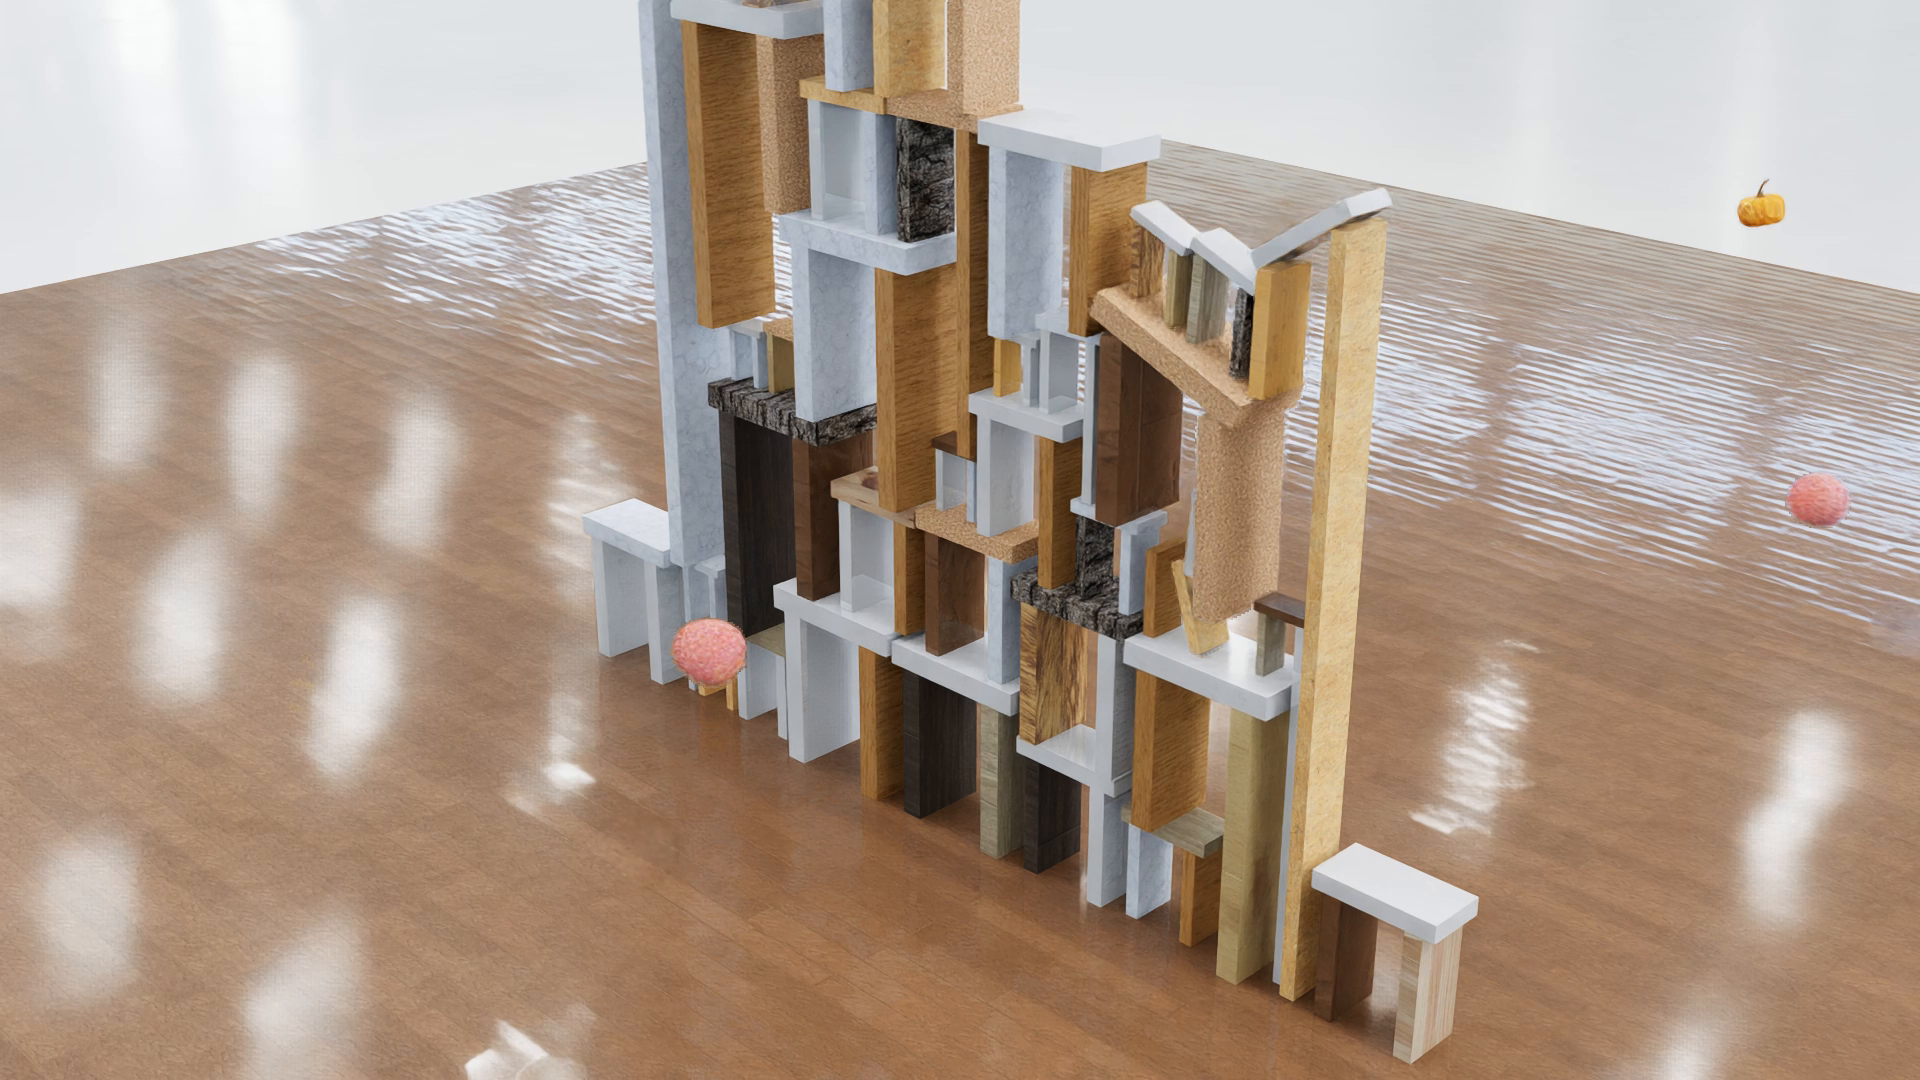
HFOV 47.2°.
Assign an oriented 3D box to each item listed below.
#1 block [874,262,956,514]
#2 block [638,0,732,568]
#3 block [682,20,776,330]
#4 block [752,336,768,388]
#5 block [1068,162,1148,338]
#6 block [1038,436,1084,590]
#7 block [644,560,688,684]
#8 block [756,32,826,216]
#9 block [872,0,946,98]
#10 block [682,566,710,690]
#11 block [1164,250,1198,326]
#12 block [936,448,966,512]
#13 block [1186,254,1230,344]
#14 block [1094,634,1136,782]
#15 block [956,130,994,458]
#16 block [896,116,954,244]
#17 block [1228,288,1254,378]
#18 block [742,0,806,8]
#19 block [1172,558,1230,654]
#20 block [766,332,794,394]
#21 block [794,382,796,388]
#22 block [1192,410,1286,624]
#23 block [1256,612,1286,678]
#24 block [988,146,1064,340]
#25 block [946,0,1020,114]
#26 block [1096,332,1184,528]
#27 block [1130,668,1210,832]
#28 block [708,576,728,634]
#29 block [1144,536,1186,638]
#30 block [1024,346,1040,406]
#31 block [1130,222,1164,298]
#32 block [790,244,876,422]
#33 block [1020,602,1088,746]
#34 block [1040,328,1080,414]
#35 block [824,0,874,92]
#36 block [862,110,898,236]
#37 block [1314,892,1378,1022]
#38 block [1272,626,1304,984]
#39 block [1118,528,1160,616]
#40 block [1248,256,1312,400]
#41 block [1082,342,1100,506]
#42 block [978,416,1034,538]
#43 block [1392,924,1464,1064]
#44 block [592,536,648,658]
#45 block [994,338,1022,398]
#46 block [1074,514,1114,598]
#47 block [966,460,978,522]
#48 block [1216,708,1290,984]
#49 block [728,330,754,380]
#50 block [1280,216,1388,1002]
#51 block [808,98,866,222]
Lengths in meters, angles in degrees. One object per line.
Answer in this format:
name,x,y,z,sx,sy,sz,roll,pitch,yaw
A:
block,-0.077,-0.301,4.182,0.176,0.476,0.050,-22,31,-40
block,-0.561,-0.689,4.546,0.046,1.566,0.163,21,31,41
block,-0.461,-0.740,4.406,0.168,0.614,0.048,-22,31,-40
block,-0.397,-0.368,4.492,0.054,0.108,0.015,-21,31,-41
block,0.251,-0.503,3.741,0.145,0.290,0.041,-21,31,-40
block,0.195,-0.063,3.984,0.033,0.291,0.117,21,31,41
block,-0.637,0.166,4.991,0.042,0.296,0.148,21,31,41
block,-0.302,-0.805,4.205,0.168,0.336,0.048,-22,30,-40
block,-0.091,-0.942,3.925,0.140,0.280,0.040,-22,31,-40
block,-0.582,0.186,4.929,0.019,0.306,0.068,21,31,41
block,0.369,-0.422,3.637,0.063,0.126,0.018,-21,32,-40
block,-0.017,-0.122,4.194,0.062,0.123,0.017,-21,31,-41
block,0.409,-0.402,3.611,0.074,0.148,0.021,-21,35,-40
block,0.311,0.283,4.010,0.143,0.285,0.040,-21,31,-41
block,0.046,-0.450,3.986,0.033,0.608,0.115,21,31,40
block,-0.063,-0.666,4.011,0.033,0.230,0.115,21,31,41
block,0.474,-0.341,3.564,0.074,0.148,0.021,-21,34,-40
block,-0.331,-1.171,4.083,0.168,0.337,0.048,-22,31,-40
block,0.418,0.107,3.812,0.081,0.163,0.023,-21,13,-41
block,-0.361,-0.366,4.466,0.063,0.125,0.018,-20,30,-39
block,-0.303,-0.343,4.411,0.063,0.125,0.018,-21,31,-41
block,0.468,-0.053,3.693,0.169,0.357,0.048,-21,30,-40
block,0.527,0.169,3.726,0.058,0.116,0.016,-21,30,-41
block,0.117,-0.535,3.882,0.145,0.340,0.041,-20,30,-39
block,0.041,-0.890,3.803,0.140,0.280,0.040,-22,31,-40
block,0.312,-0.207,3.801,0.048,0.338,0.169,21,31,40
block,0.381,0.354,3.955,0.157,0.315,0.045,-21,31,-41
block,-0.518,0.133,4.837,0.019,0.136,0.068,21,31,41
block,0.360,0.084,3.866,0.081,0.163,0.023,-21,31,-41
block,0.139,-0.299,3.942,0.055,0.111,0.016,-22,31,-41
block,0.314,-0.472,3.676,0.063,0.126,0.018,-21,32,-40
block,-0.244,-0.423,4.310,0.050,0.352,0.176,21,31,41
block,0.177,0.230,4.134,0.143,0.285,0.040,-21,31,-41
block,0.176,-0.307,3.904,0.077,0.155,0.022,-21,31,-41
block,-0.170,-1.052,3.960,0.168,0.460,0.048,-22,31,-40
block,-0.124,-0.686,4.061,0.114,0.228,0.032,-22,31,-40
block,0.670,0.698,3.799,0.035,0.247,0.124,21,31,41
block,0.582,0.458,3.789,0.058,0.698,0.016,-21,31,-41
block,0.318,0.048,3.894,0.079,0.158,0.022,-21,31,-40
block,0.511,-0.339,3.516,0.030,0.210,0.105,22,31,40
block,0.251,-0.212,3.865,0.077,0.298,0.022,-21,31,-40
block,0.085,-0.132,4.076,0.117,0.234,0.033,-21,31,-40
block,0.787,0.744,3.691,0.035,0.247,0.124,21,31,41
block,-0.776,0.111,5.119,0.042,0.296,0.148,21,31,41
block,0.086,-0.319,3.991,0.016,0.111,0.055,21,31,40
block,0.243,0.018,3.963,0.022,0.158,0.079,21,31,41
block,0.041,-0.100,4.141,0.062,0.123,0.017,-21,31,-41
block,0.529,0.514,3.861,0.045,0.537,0.158,21,31,41
block,-0.449,-0.388,4.540,0.015,0.108,0.054,21,31,41
block,0.610,0.154,3.628,0.030,1.382,0.105,21,31,41
block,-0.231,-0.728,4.160,0.114,0.228,0.032,-22,31,-40
